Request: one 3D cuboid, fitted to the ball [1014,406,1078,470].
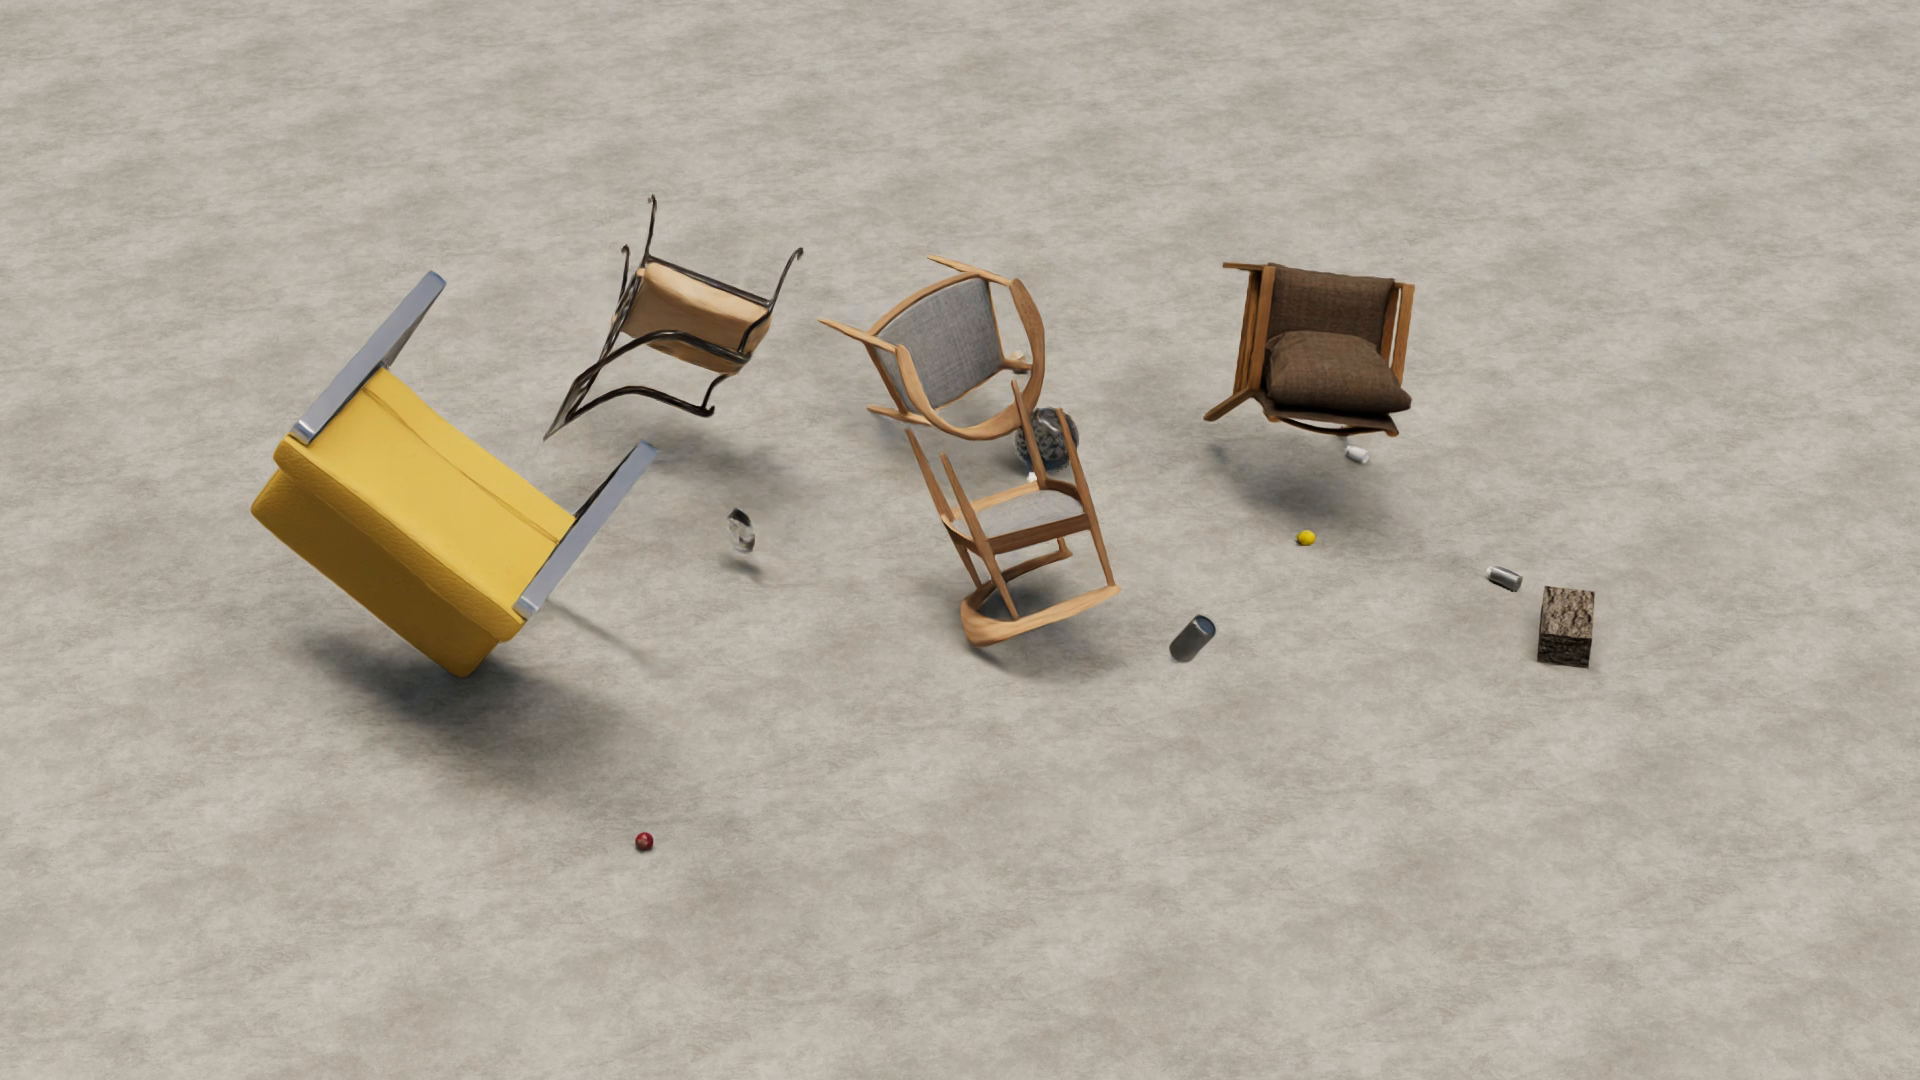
[{"bbox_3d":[0.335,-0.390,11.312,0.246,0.246,0.246,0,33,0],"label":"ball"}]

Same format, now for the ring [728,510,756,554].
[{"bbox_3d":[-0.797,-0.031,10.695,0.048,0.257,0.152,-31,71,-20],"label":"ring"}]

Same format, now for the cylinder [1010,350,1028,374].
[{"bbox_3d":[0.241,-0.727,11.969,0.056,0.072,0.057,-16,39,7],"label":"cylinder"}]

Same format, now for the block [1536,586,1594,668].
[{"bbox_3d":[2.142,0.307,10.364,0.177,0.127,0.298,7,34,10],"label":"block"}]
